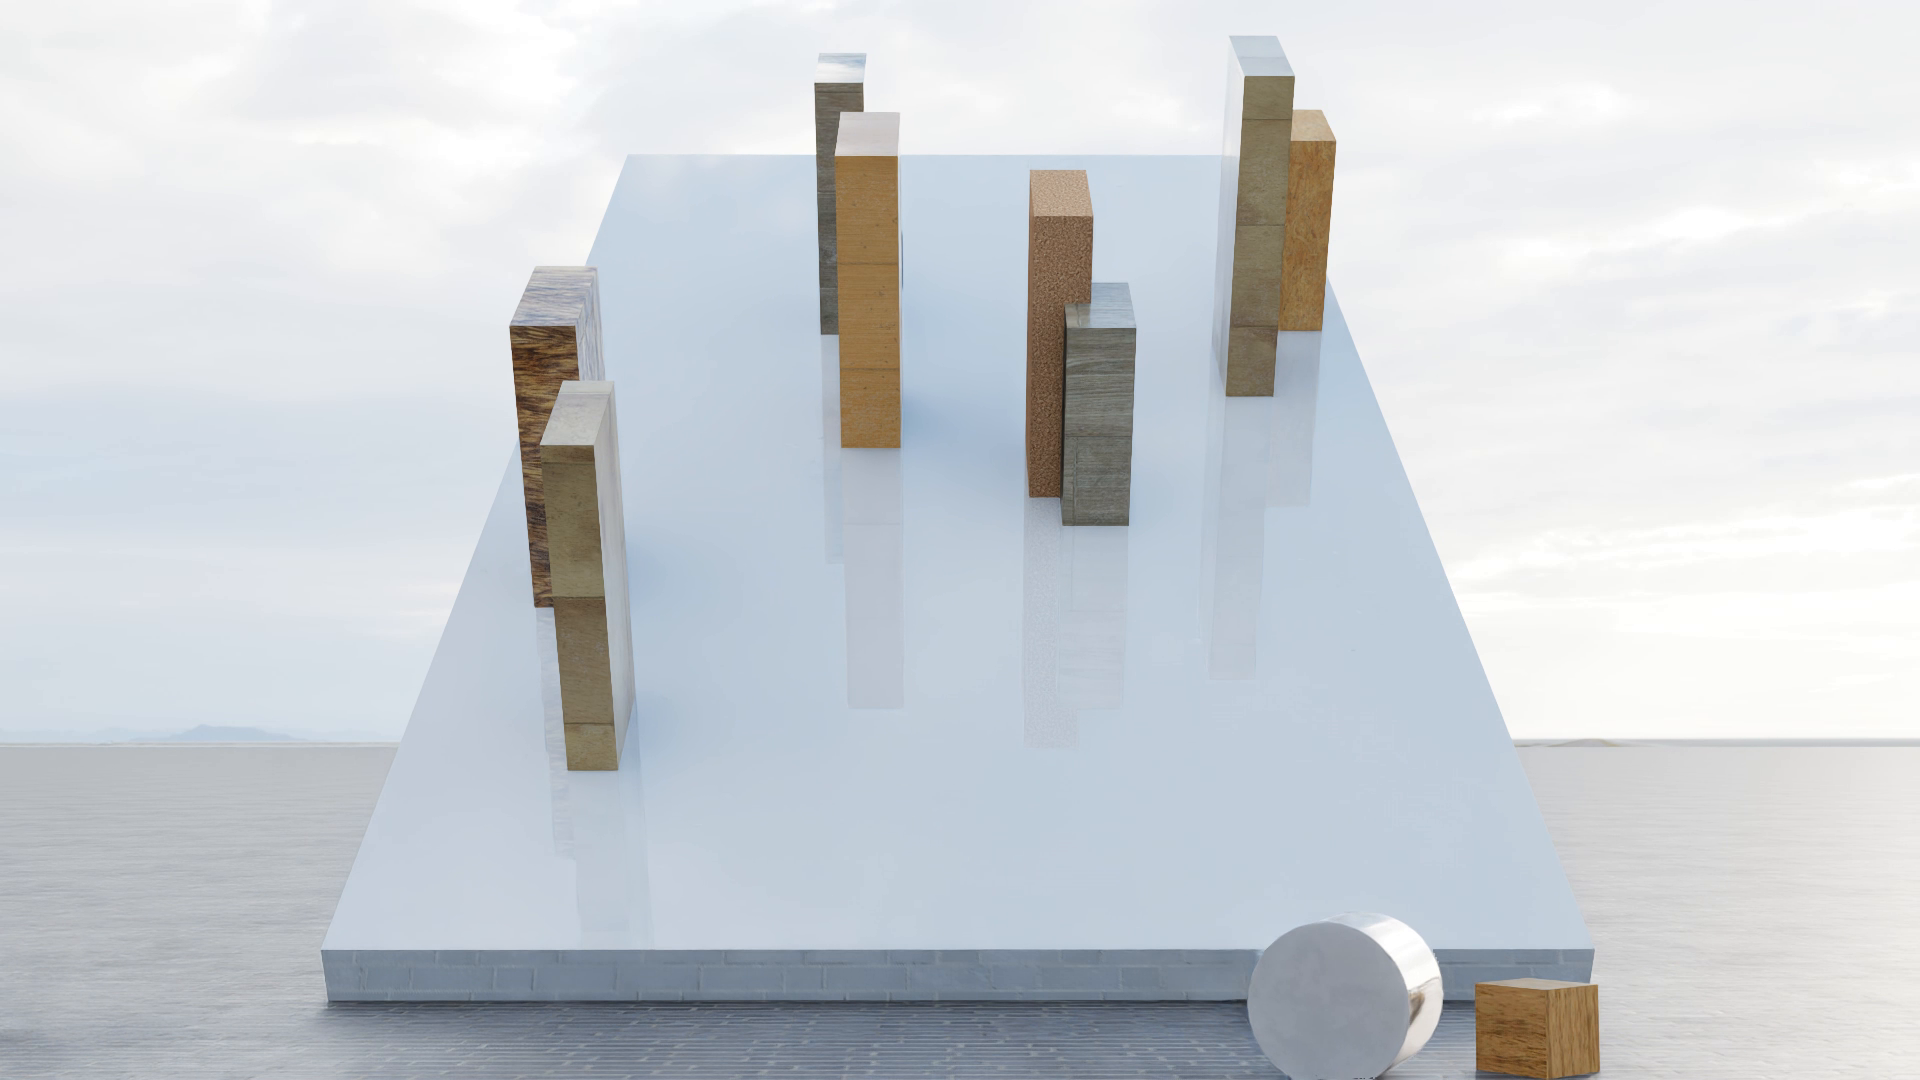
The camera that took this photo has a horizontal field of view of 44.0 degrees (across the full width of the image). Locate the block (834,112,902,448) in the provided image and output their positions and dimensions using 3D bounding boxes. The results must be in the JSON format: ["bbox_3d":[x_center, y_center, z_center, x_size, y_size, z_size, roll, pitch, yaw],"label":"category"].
[{"bbox_3d":[-0.202,-0.587,5.365,0.134,0.688,0.315,0,27,0],"label":"block"}]

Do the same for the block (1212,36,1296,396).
[{"bbox_3d":[0.689,-0.765,5.618,0.114,0.779,0.339,0,27,0],"label":"block"}]

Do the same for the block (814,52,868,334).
[{"bbox_3d":[-0.292,-0.866,5.951,0.119,0.650,0.259,0,27,0],"label":"block"}]

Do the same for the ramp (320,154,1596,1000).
[{"bbox_3d":[-0.011,-0.226,5.526,2.000,0.100,4.000,0,27,0],"label":"ramp"}]

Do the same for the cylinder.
[{"bbox_3d":[0.473,0.559,2.901,0.196,0.196,0.196,-2,-5,22],"label":"cylinder"}]

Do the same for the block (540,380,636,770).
[{"bbox_3d":[-0.646,0.065,4.155,0.089,0.631,0.266,0,27,0],"label":"block"}]

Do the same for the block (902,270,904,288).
[{"bbox_3d":[-0.251,-0.751,6.269,0.154,0.154,0.154,-11,29,-21],"label":"block"}]

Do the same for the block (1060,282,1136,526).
[{"bbox_3d":[0.288,-0.290,5.049,0.141,0.451,0.259,0,27,0],"label":"block"}]

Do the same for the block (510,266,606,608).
[{"bbox_3d":[-0.783,-0.206,4.715,0.124,0.601,0.317,0,27,0],"label":"block"}]

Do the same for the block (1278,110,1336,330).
[{"bbox_3d":[0.847,-0.811,6.018,0.141,0.498,0.261,0,27,0],"label":"block"}]

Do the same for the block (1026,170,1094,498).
[{"bbox_3d":[0.212,-0.446,5.144,0.122,0.642,0.300,0,27,0],"label":"block"}]

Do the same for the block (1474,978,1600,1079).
[{"bbox_3d":[0.723,0.610,2.972,0.107,0.107,0.107,4,-6,-39],"label":"block"}]
